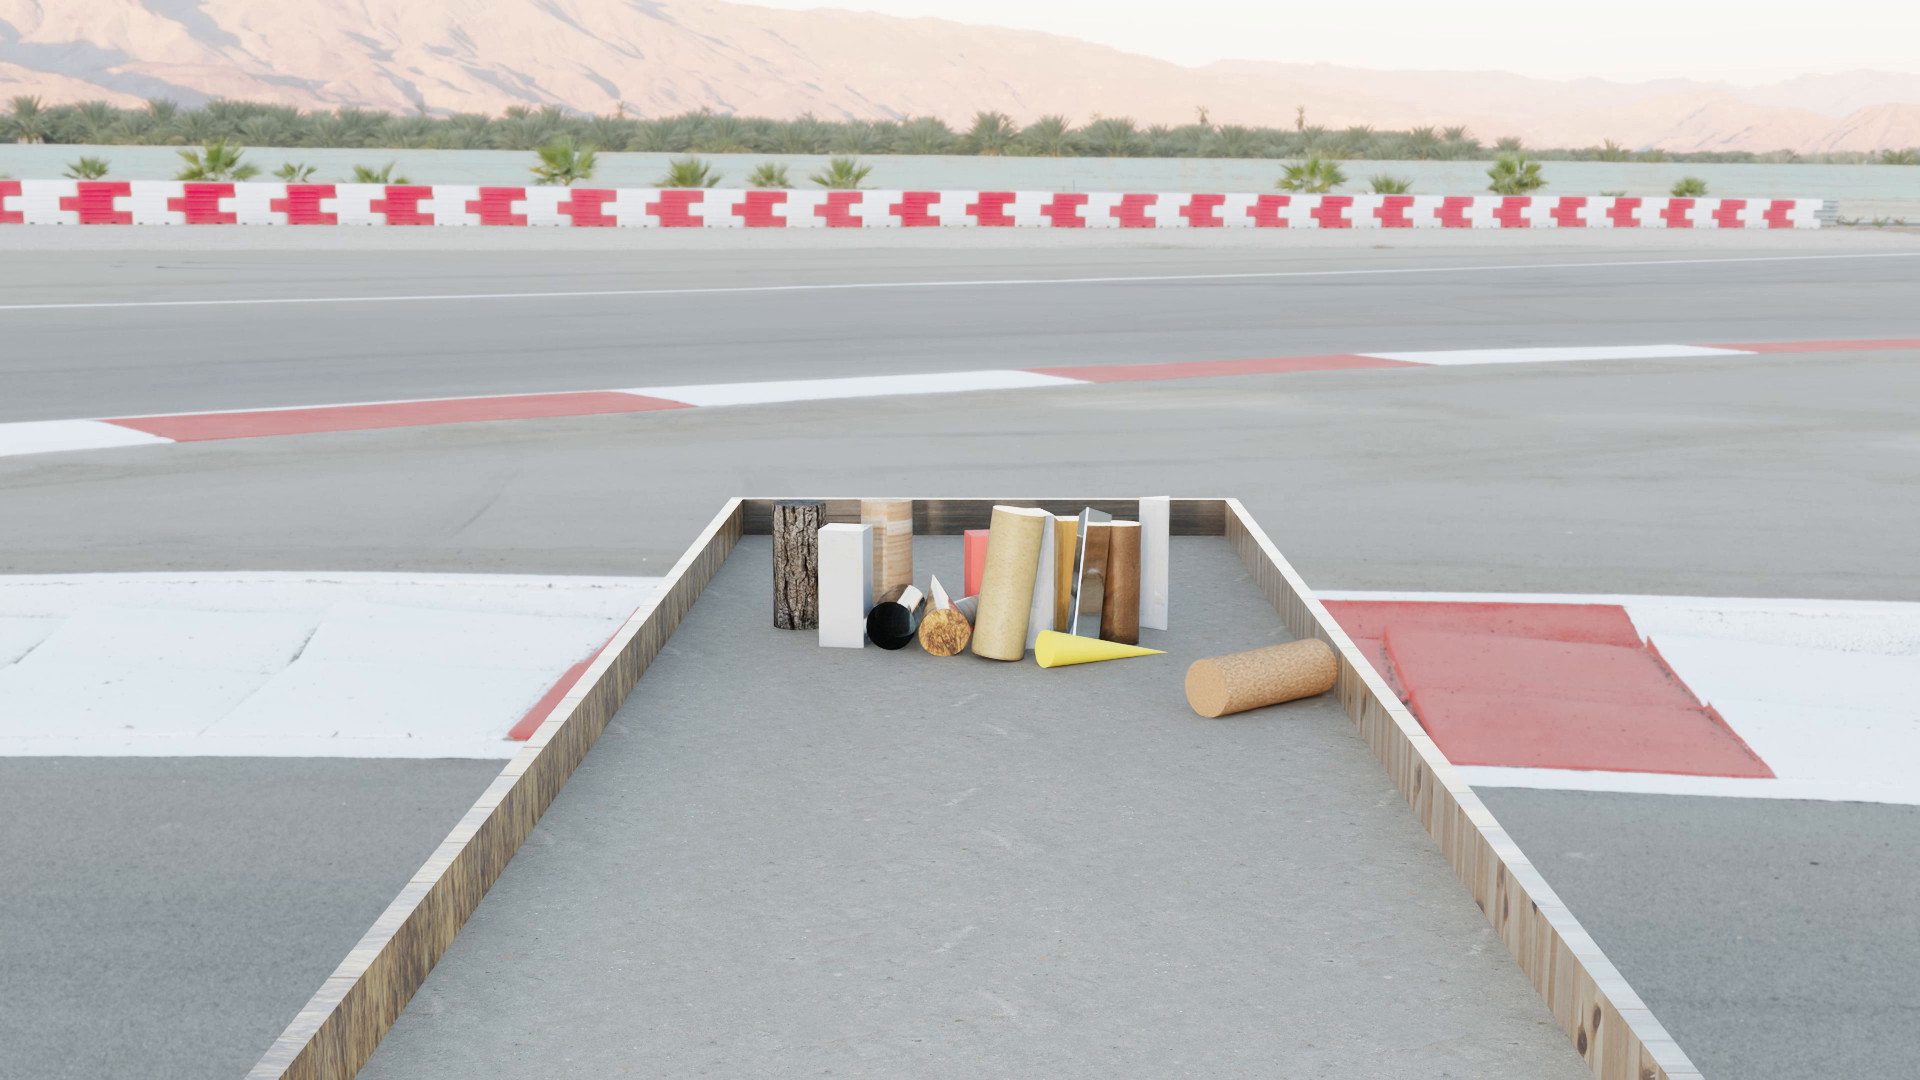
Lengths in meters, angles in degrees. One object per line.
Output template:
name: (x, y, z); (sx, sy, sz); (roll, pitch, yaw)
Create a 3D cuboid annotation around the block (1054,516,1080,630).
block: (0.361, 0.107, 7.182); (0.104, 0.359, 0.104); (0, 9, -8)

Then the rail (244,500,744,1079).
rail: (-1.004, 0.839, 3.234); (0.050, 0.150, 12.000); (0, 9, 1)

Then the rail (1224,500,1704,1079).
rail: (1.046, 0.843, 3.208); (0.050, 0.150, 12.000); (0, 9, 1)

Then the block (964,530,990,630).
block: (0.088, 0.130, 7.195); (0.126, 0.311, 0.126); (-2, 9, -10)

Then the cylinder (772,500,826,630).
cylinder: (-0.526, 0.079, 7.210); (0.175, 0.407, 0.175); (0, 9, 0)

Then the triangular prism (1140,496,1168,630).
triangular prism: (0.655, 0.072, 7.196); (0.108, 0.425, 0.094); (7, 11, 37)

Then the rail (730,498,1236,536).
rail: (0.099, -0.098, 9.147); (2.100, 0.150, 0.050); (0, 9, 1)

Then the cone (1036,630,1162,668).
cone: (0.450, 0.337, 6.704); (0.448, 0.113, 0.113); (3, 6, -29)

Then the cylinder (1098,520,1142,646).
cylinder: (0.499, 0.135, 6.935); (0.141, 0.378, 0.141); (1, 7, 0)

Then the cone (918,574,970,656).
cone: (-0.068, 0.197, 6.934); (0.158, 0.158, 0.454); (-1, 23, -5)

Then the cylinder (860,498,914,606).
cylinder: (-0.239, 0.073, 7.217); (0.169, 0.407, 0.169); (0, 6, 0)

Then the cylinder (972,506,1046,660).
cylinder: (0.148, 0.130, 6.699); (0.164, 0.446, 0.164); (9, 8, -1)

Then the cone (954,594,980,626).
cone: (0.130, 0.181, 7.104); (0.440, 0.114, 0.114); (-25, 21, -29)

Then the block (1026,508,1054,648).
block: (0.199, 0.121, 6.906); (0.150, 0.420, 0.150); (-3, 9, -16)

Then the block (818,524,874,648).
block: (-0.359, 0.142, 6.930); (0.142, 0.370, 0.142); (2, 9, 11)

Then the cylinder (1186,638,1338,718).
cylinder: (0.838, 0.380, 6.101); (0.444, 0.160, 0.160); (-7, 12, -39)

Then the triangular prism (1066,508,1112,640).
triangular prism: (0.379, 0.130, 6.811); (0.104, 0.443, 0.090); (16, -15, -38)

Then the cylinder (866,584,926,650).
cylinder: (-0.200, 0.243, 6.985); (0.154, 0.154, 0.310); (1, 9, 6)
